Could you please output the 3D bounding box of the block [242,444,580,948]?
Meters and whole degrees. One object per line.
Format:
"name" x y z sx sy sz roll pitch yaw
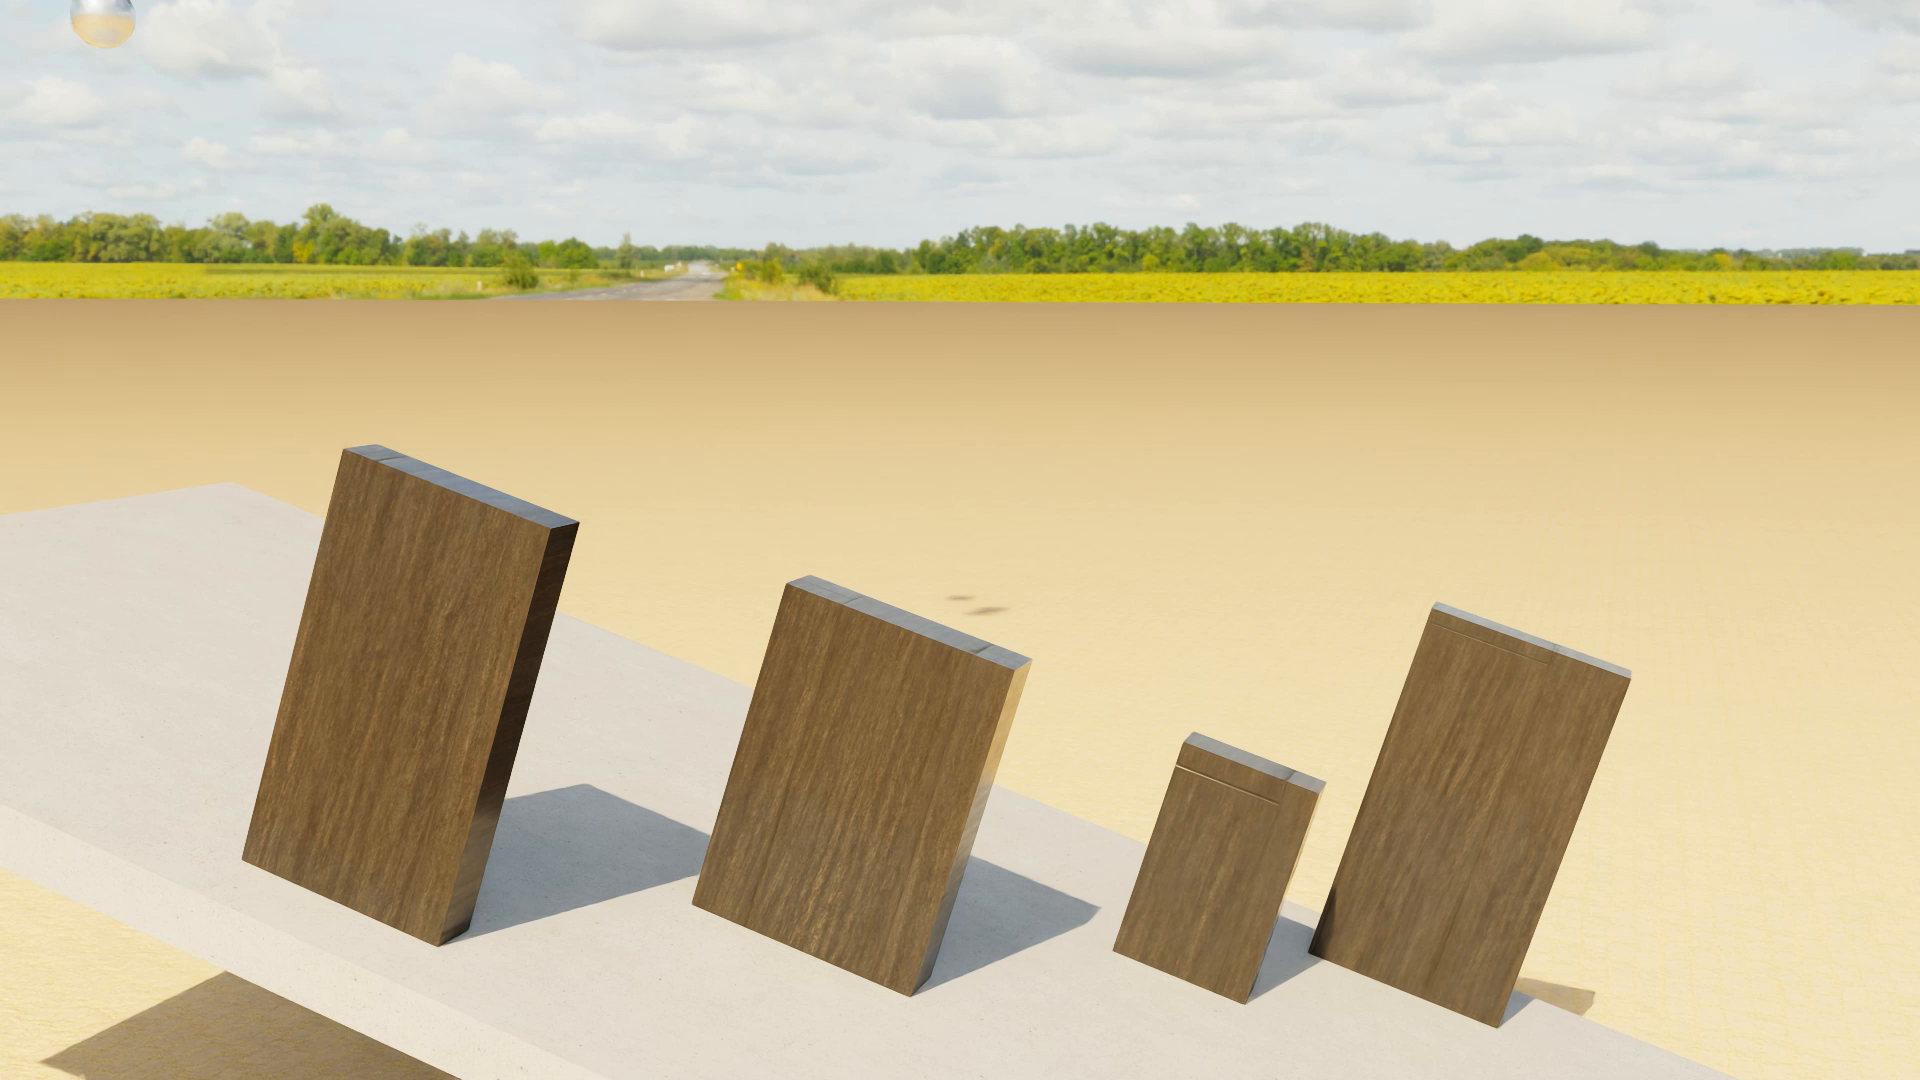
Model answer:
"block" -0.879 0.245 3.498 0.374 0.708 0.097 20 12 14

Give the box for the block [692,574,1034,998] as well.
"block" -0.177 0.430 3.878 0.433 0.618 0.117 20 12 14

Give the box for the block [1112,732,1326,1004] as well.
"block" 0.507 0.640 4.304 0.277 0.450 0.104 20 12 14

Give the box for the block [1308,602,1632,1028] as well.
"block" 1.055 0.571 4.579 0.416 0.787 0.102 20 12 14

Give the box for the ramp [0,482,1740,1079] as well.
"ramp" -0.359 0.681 4.227 4.000 0.100 2.000 20 12 14

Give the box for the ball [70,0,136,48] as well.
"ball" -1.705 -1.041 4.375 0.124 0.124 0.124 0 7 0
